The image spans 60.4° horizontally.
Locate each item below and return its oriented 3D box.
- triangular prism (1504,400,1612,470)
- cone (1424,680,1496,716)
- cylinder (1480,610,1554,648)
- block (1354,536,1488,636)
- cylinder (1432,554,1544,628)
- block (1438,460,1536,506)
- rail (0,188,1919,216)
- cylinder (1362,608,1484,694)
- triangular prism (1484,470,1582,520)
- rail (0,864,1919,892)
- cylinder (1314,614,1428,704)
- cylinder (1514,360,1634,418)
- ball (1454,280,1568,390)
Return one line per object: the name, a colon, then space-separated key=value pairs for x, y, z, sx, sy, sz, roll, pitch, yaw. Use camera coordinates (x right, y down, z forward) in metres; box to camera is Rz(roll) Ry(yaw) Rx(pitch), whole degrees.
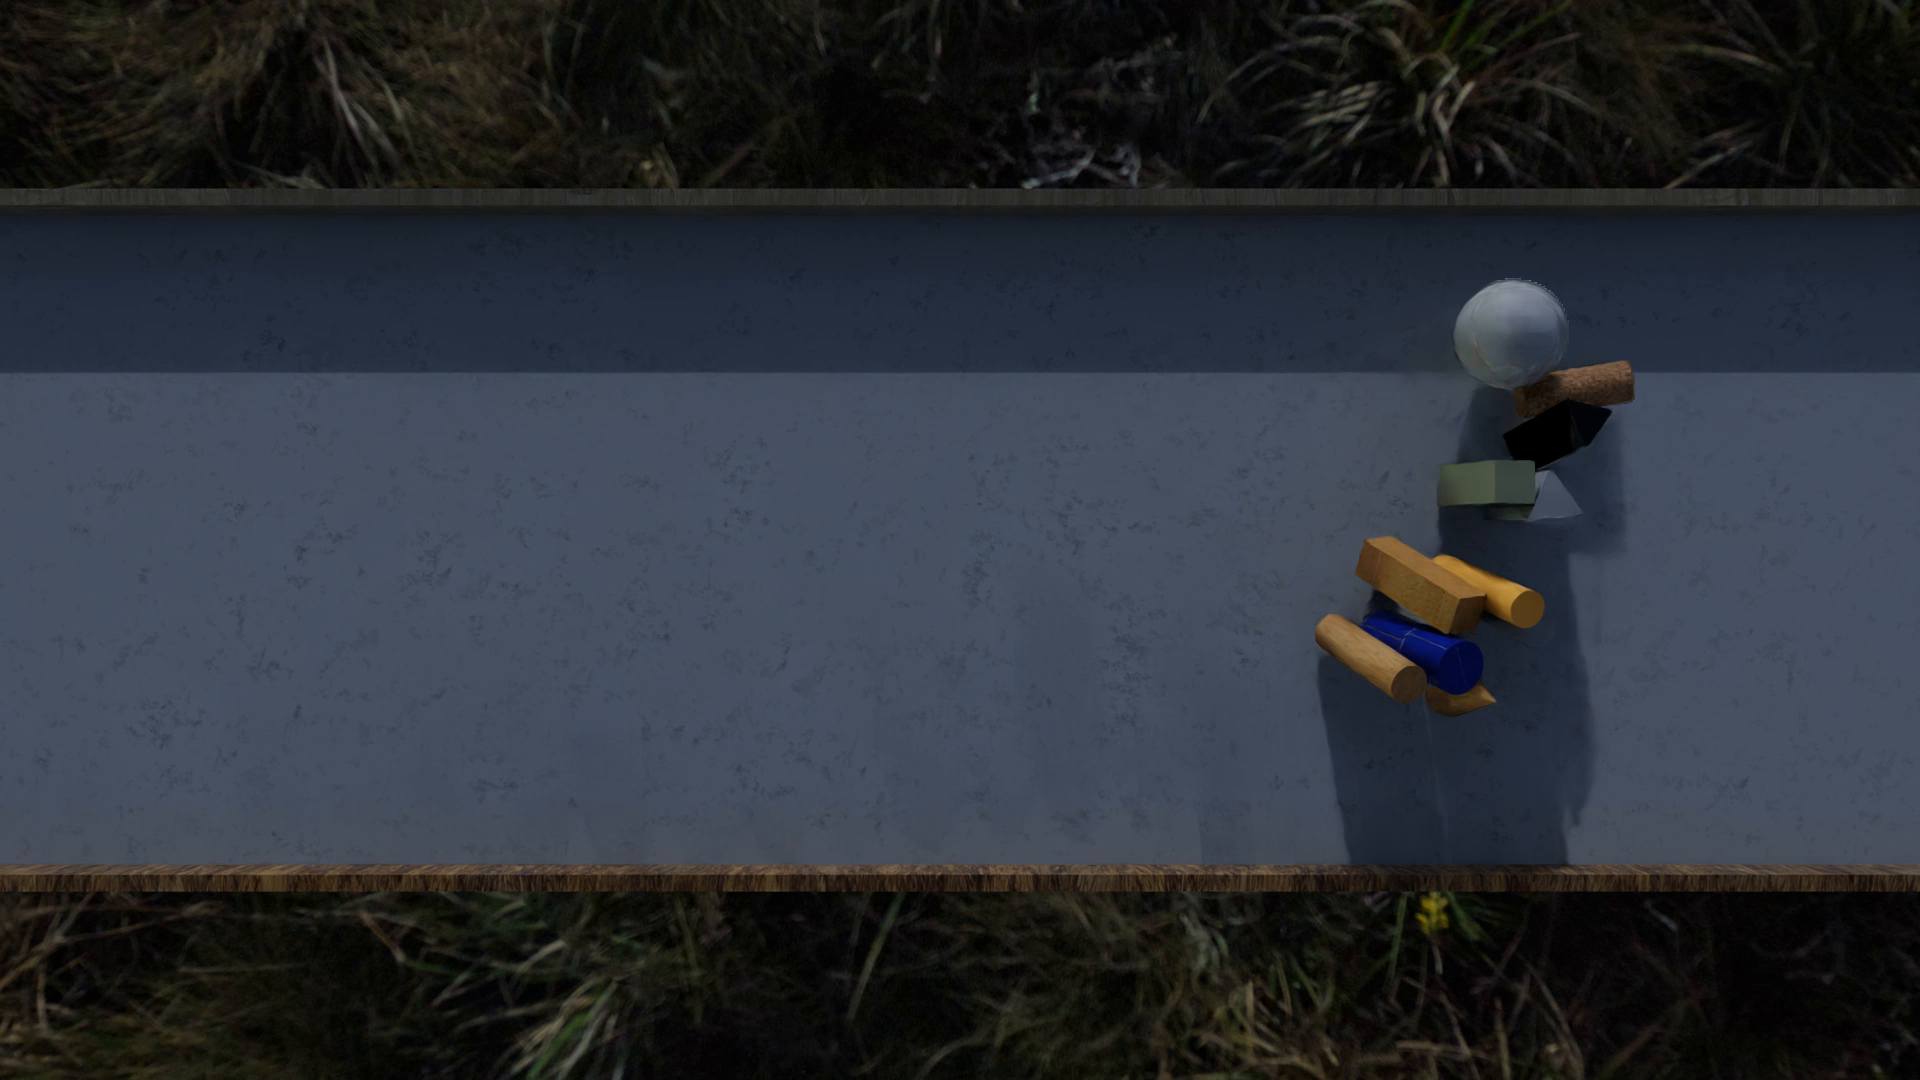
triangular prism: x=1.750 y=-0.322 z=4.894 sx=0.126 sy=0.332 sz=0.145 roll=41 pitch=70 yaw=-1
cone: x=1.514 y=0.458 z=4.864 sx=0.173 sy=0.424 sz=0.173 roll=0 pitch=90 yaw=0
cylinder: x=1.614 y=0.214 z=4.893 sx=0.107 sy=0.352 sz=0.107 roll=-4 pitch=106 yaw=-14
block: x=1.357 y=0.131 z=4.876 sx=0.118 sy=0.389 sz=0.118 roll=-6 pitch=119 yaw=-32
cylinder: x=1.539 y=0.146 z=4.853 sx=0.111 sy=0.436 sz=0.111 roll=-4 pitch=104 yaw=-16
block: x=1.552 y=-0.165 z=4.874 sx=0.122 sy=0.392 sz=0.122 roll=1 pitch=90 yaw=-7
rail: x=-2.247 y=-1.025 z=5.002 sx=12.000 sy=0.150 sz=0.050 roll=0 pitch=90 yaw=0
cylinder: x=1.357 y=0.326 z=4.873 sx=0.159 sy=0.376 sz=0.159 roll=-5 pitch=104 yaw=-22
triangular prism: x=1.683 y=-0.135 z=4.883 sx=0.152 sy=0.383 sz=0.131 roll=-6 pitch=91 yaw=-1
rail: x=-2.247 y=1.025 z=5.001 sx=12.000 sy=0.150 sz=0.050 roll=0 pitch=90 yaw=0
cylinder: x=1.205 y=0.345 z=4.862 sx=0.117 sy=0.421 sz=0.117 roll=-6 pitch=110 yaw=-18
cylinder: x=1.853 y=-0.455 z=4.990 sx=0.318 sy=0.126 sz=0.126 roll=-9 pitch=90 yaw=4
ball: x=1.624 y=-0.605 z=4.870 sx=0.319 sy=0.319 sz=0.319 roll=0 pitch=90 yaw=0
